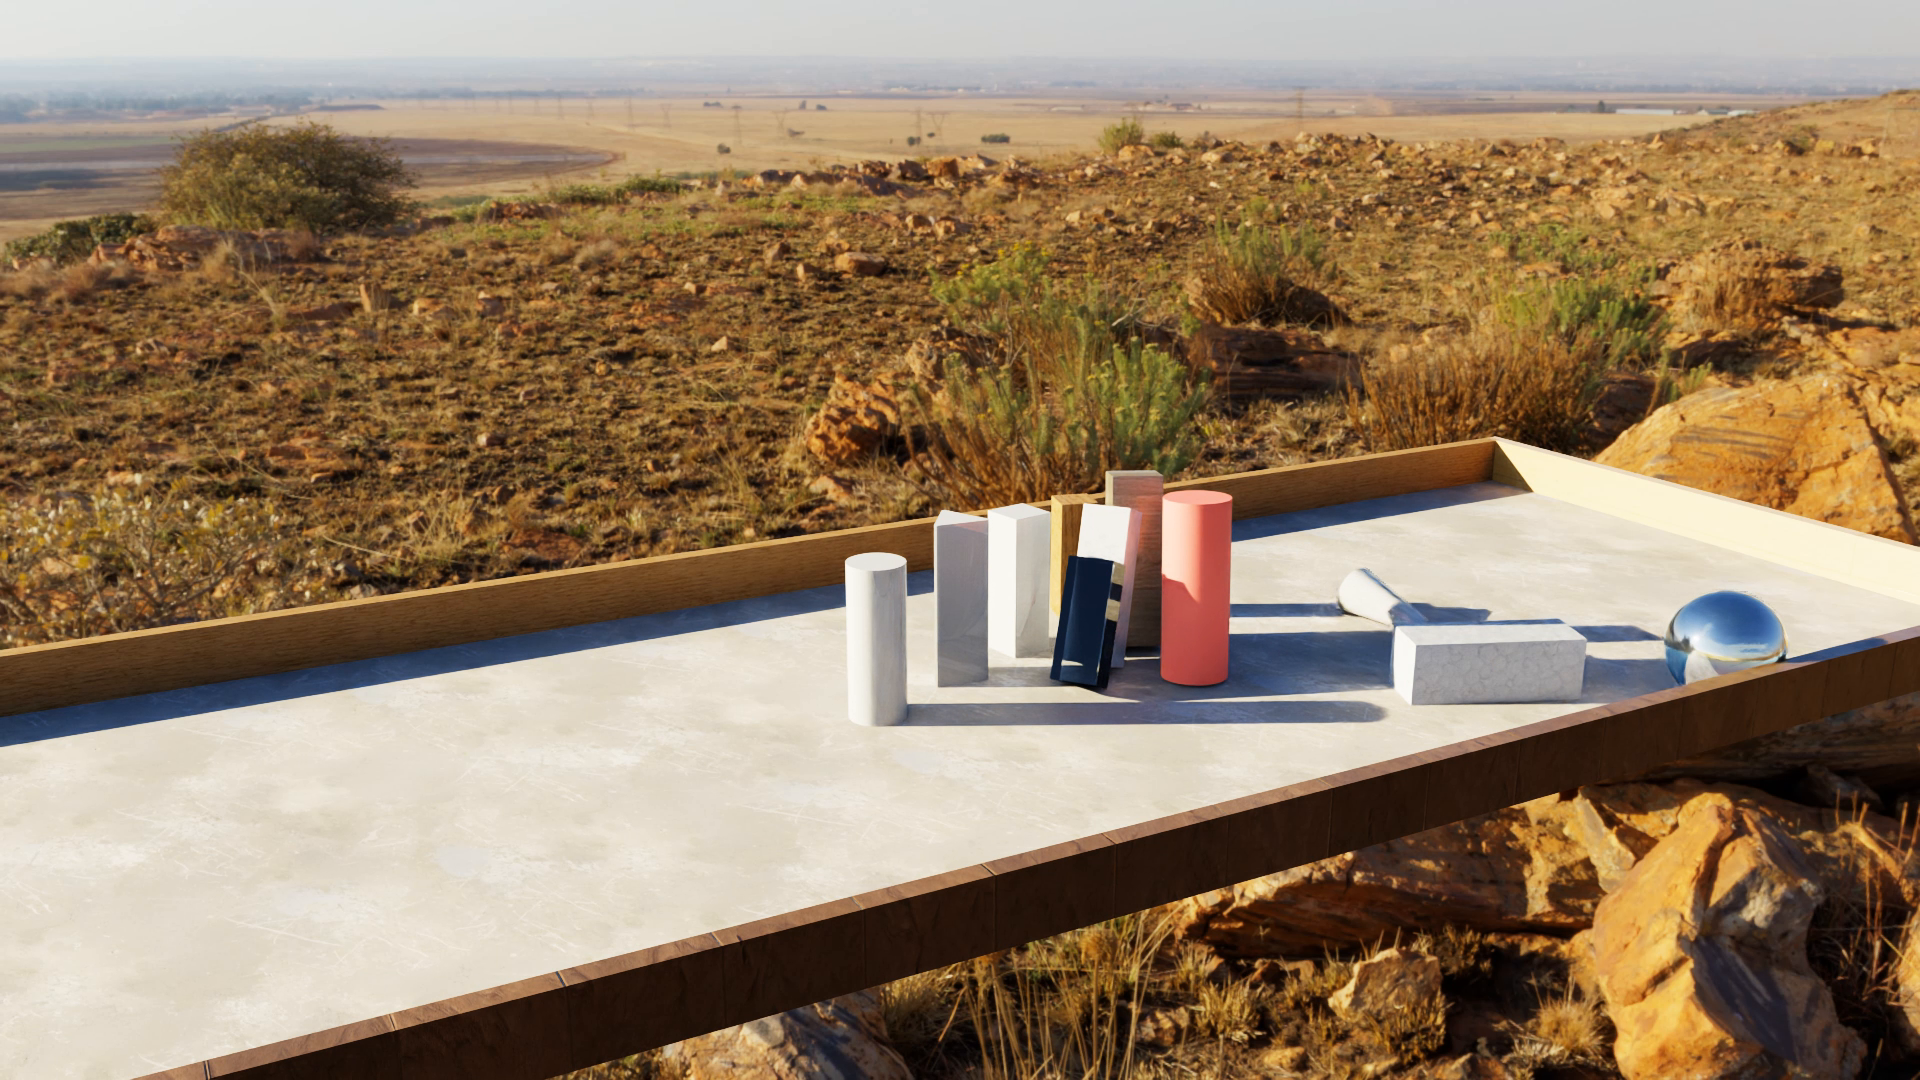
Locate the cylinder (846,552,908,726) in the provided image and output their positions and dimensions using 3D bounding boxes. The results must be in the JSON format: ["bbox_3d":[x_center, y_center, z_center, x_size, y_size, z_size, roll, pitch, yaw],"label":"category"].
[{"bbox_3d":[-0.195,0.234,3.880,0.142,0.383,0.142,0,16,0],"label":"cylinder"}]

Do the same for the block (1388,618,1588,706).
[{"bbox_3d":[1.297,0.299,4.064,0.428,0.155,0.155,-2,16,-5],"label":"block"}]

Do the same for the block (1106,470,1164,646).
[{"bbox_3d":[0.460,0.047,4.371,0.132,0.450,0.132,-1,8,-3],"label":"block"}]

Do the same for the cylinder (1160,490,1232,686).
[{"bbox_3d":[0.590,0.118,4.123,0.170,0.459,0.170,-1,13,0],"label":"cylinder"}]

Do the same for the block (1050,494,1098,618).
[{"bbox_3d":[0.318,0.045,4.619,0.103,0.329,0.103,-4,17,-12],"label":"block"}]

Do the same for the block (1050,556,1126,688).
[{"bbox_3d":[0.317,0.203,4.082,0.115,0.307,0.115,7,-6,21],"label":"block"}]

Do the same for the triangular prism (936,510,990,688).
[{"bbox_3d":[-0.018,0.142,4.127,0.143,0.419,0.124,-7,18,-22],"label":"triangular prism"}]

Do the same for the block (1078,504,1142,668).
[{"bbox_3d":[0.367,0.118,4.209,0.123,0.402,0.123,6,-2,21],"label":"block"}]

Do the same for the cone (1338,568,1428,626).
[{"bbox_3d":[1.220,0.215,4.509,0.131,0.131,0.383,-12,30,-34],"label":"cone"}]

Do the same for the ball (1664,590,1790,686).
[{"bbox_3d":[1.847,0.260,3.979,0.277,0.277,0.277,0,16,0],"label":"ball"}]

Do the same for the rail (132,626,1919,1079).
[{"bbox_3d":[-2.336,1.006,1.665,12.000,0.150,0.050,-9,18,-27],"label":"rail"}]

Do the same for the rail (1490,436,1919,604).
[{"bbox_3d":[2.466,-0.048,5.253,0.050,0.150,2.100,-9,18,-27],"label":"rail"}]

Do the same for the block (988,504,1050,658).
[{"bbox_3d":[0.154,0.106,4.328,0.116,0.376,0.116,-12,20,-36],"label":"block"}]

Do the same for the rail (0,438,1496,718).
[{"bbox_3d":[-3.305,0.497,3.399,12.000,0.150,0.050,-9,18,-27],"label":"rail"}]
